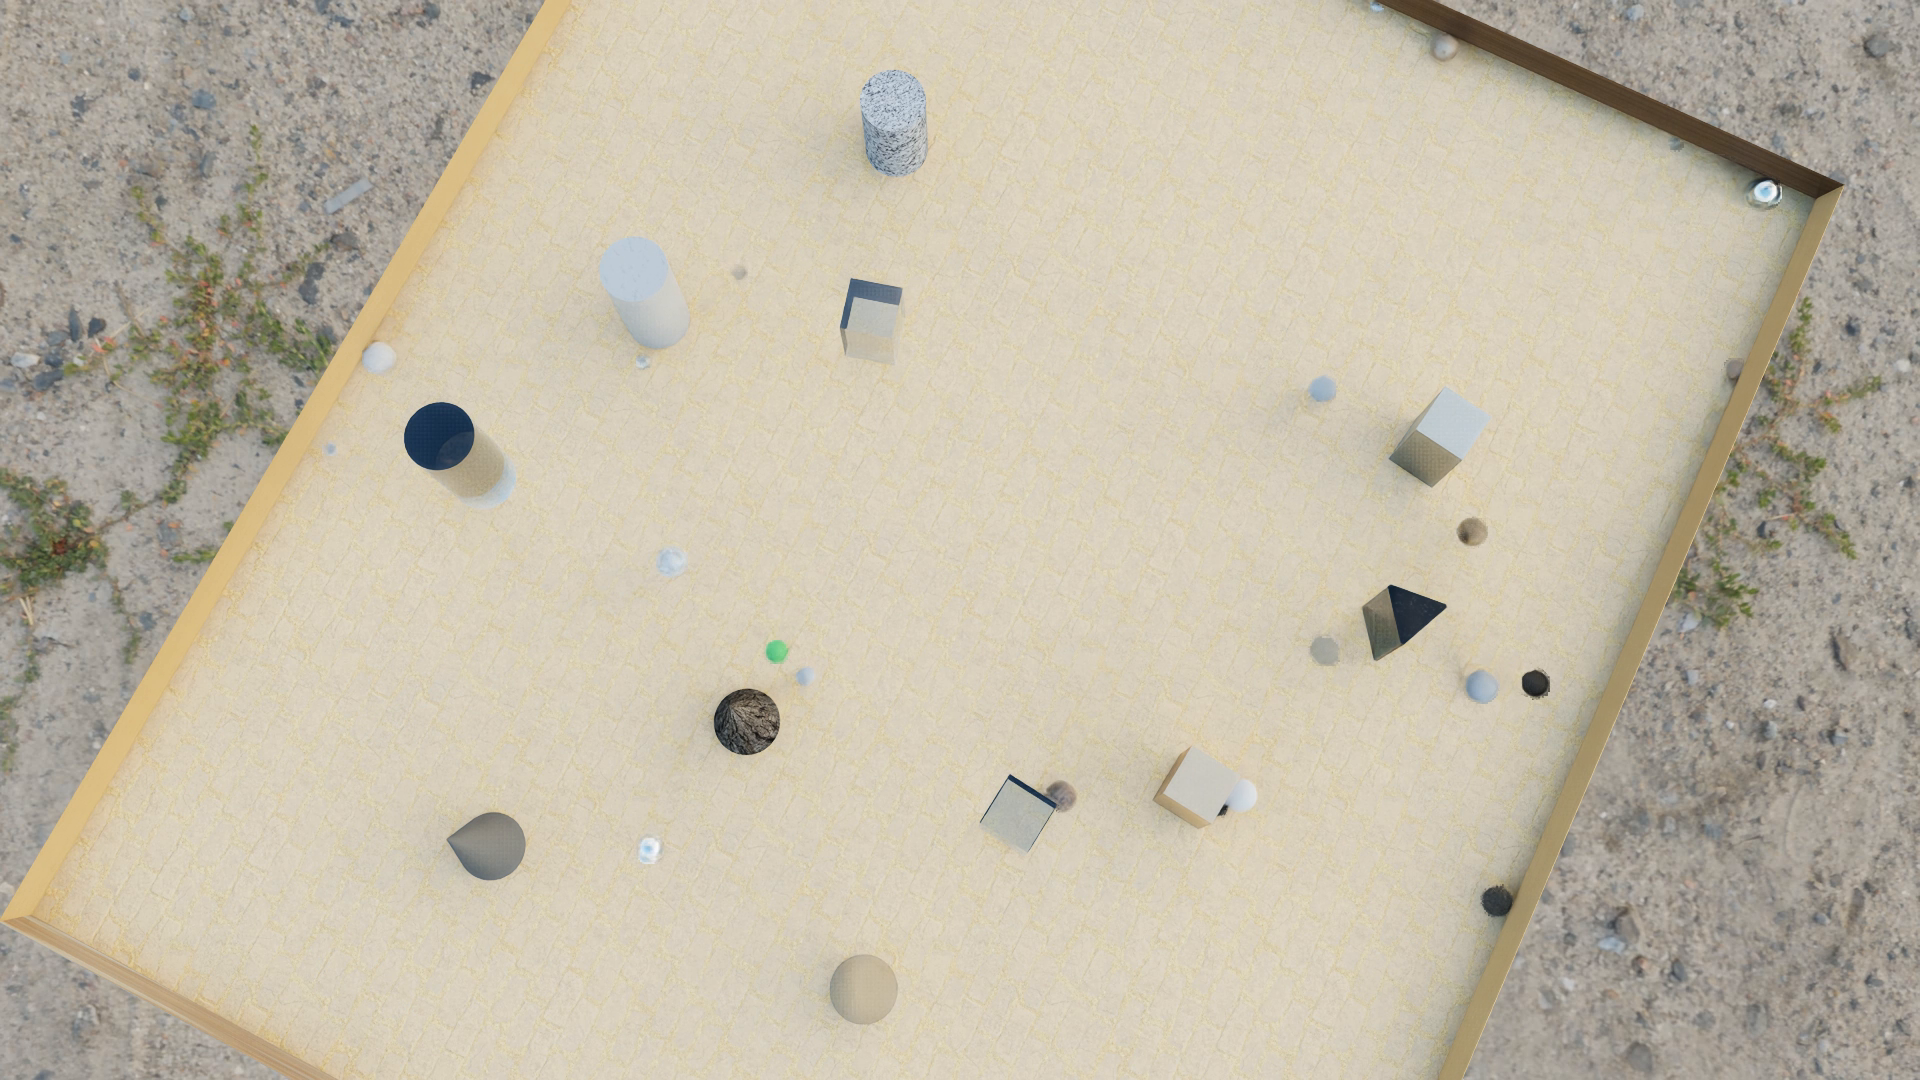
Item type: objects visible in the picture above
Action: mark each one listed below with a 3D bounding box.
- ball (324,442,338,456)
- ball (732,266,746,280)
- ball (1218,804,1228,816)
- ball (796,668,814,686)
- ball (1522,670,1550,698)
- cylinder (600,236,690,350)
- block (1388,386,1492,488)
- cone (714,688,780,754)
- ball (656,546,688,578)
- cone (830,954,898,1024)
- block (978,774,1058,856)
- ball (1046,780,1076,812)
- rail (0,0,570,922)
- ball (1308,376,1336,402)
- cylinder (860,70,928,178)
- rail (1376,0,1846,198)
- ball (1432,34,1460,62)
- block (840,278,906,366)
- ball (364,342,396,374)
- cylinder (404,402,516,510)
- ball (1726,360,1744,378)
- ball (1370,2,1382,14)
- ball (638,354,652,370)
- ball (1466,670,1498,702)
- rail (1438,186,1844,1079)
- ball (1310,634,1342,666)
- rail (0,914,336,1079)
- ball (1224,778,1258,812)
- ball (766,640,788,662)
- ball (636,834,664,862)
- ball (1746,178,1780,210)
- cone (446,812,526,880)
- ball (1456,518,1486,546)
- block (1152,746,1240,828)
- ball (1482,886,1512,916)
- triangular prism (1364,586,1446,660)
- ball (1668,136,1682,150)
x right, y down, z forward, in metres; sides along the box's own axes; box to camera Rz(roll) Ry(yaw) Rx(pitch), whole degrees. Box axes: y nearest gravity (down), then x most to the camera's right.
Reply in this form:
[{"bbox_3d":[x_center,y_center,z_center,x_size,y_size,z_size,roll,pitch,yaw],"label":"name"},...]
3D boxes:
[{"bbox_3d":[-1.939,-0.279,5.653,0.042,0.042,0.042,0,78,0],"label":"ball"},{"bbox_3d":[-0.696,-0.840,5.769,0.043,0.043,0.043,0,78,0],"label":"ball"},{"bbox_3d":[0.771,0.795,5.430,0.044,0.044,0.044,0,78,0],"label":"ball"},{"bbox_3d":[-0.466,0.411,5.505,0.053,0.053,0.053,0,78,0],"label":"ball"},{"bbox_3d":[1.723,0.431,5.487,0.079,0.079,0.079,0,78,0],"label":"ball"},{"bbox_3d":[-0.948,-0.741,5.540,0.200,0.450,0.200,0,78,0],"label":"cylinder"},{"bbox_3d":[1.436,-0.305,5.500,0.160,0.351,0.160,35,80,7],"label":"block"},{"bbox_3d":[-0.640,0.502,5.294,0.200,0.428,0.200,0,78,0],"label":"cone"},{"bbox_3d":[-0.873,0.067,5.554,0.095,0.095,0.095,0,78,0],"label":"ball"},{"bbox_3d":[-0.281,1.269,5.142,0.200,0.415,0.200,0,78,0],"label":"cone"},{"bbox_3d":[0.165,0.798,5.296,0.160,0.304,0.160,32,80,6],"label":"block"},{"bbox_3d":[0.297,0.756,5.414,0.091,0.091,0.091,0,78,0],"label":"ball"},{"bbox_3d":[-1.737,-0.843,5.724,0.045,0.130,4.482,26,80,5],"label":"rail"},{"bbox_3d":[1.121,-0.467,5.672,0.081,0.081,0.081,0,78,0],"label":"ball"},{"bbox_3d":[-0.202,-1.293,5.707,0.200,0.348,0.200,0,78,0],"label":"cylinder"},{"bbox_3d":[0.992,-1.935,5.950,3.931,0.130,0.045,26,80,5],"label":"rail"},{"bbox_3d":[1.563,-1.584,5.901,0.085,0.085,0.085,0,78,0],"label":"ball"},{"bbox_3d":[-0.265,-0.665,5.611,0.160,0.280,0.160,11,79,2],"label":"block"},{"bbox_3d":[-1.800,-0.566,5.685,0.095,0.095,0.095,0,78,0],"label":"ball"},{"bbox_3d":[-1.469,-0.242,5.412,0.200,0.499,0.200,0,78,0],"label":"cylinder"},{"bbox_3d":[2.411,-0.532,5.697,0.057,0.057,0.057,0,78,0],"label":"ball"},{"bbox_3d":[1.351,-1.731,5.954,0.040,0.040,0.040,0,78,0],"label":"ball"},{"bbox_3d":[-0.980,-0.554,5.708,0.046,0.046,0.046,0,78,0],"label":"ball"},{"bbox_3d":[1.559,0.436,5.479,0.094,0.094,0.094,0,78,0],"label":"ball"},{"bbox_3d":[1.737,0.857,5.372,0.045,0.130,4.482,26,80,5],"label":"rail"},{"bbox_3d":[1.099,0.330,5.502,0.091,0.091,0.091,0,78,0],"label":"ball"},{"bbox_3d":[-0.992,1.949,5.146,3.931,0.130,0.045,26,80,5],"label":"rail"},{"bbox_3d":[0.827,0.755,5.410,0.099,0.099,0.099,0,78,0],"label":"ball"},{"bbox_3d":[-0.552,0.334,5.513,0.068,0.068,0.068,0,78,0],"label":"ball"},{"bbox_3d":[-0.909,0.905,5.387,0.083,0.083,0.083,0,78,0],"label":"ball"},{"bbox_3d":[2.540,-1.096,5.793,0.100,0.100,0.100,0,78,0],"label":"ball"},{"bbox_3d":[-1.387,0.857,5.187,0.200,0.494,0.200,0,78,0],"label":"cone"},{"bbox_3d":[1.557,-0.024,5.578,0.086,0.086,0.086,0,78,0],"label":"ball"},{"bbox_3d":[0.682,0.719,5.310,0.160,0.308,0.160,32,80,6],"label":"block"},{"bbox_3d":[1.570,1.055,5.354,0.086,0.086,0.086,0,78,0],"label":"ball"},{"bbox_3d":[1.274,0.220,5.394,0.173,0.346,0.150,-39,81,-7],"label":"triangular prism"},{"bbox_3d":[2.287,-1.270,5.858,0.042,0.042,0.042,0,78,0],"label":"ball"}]
